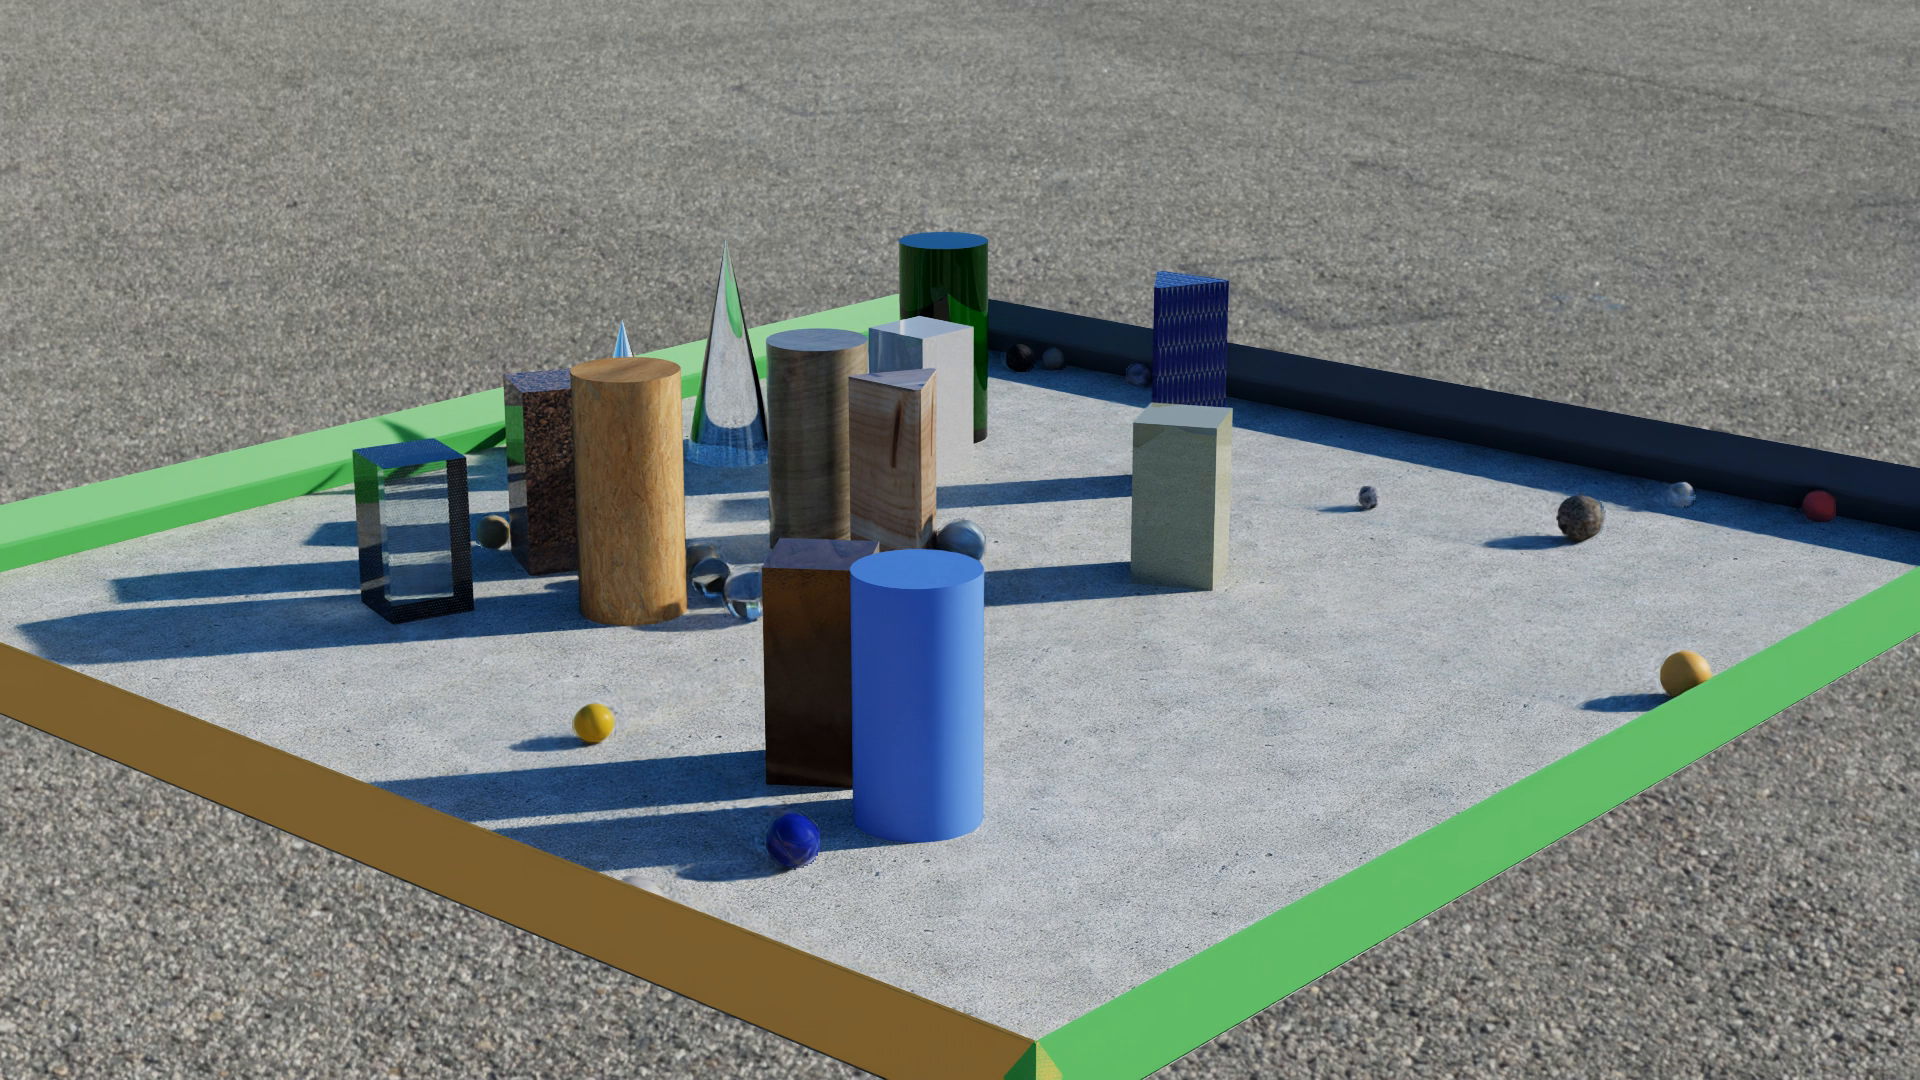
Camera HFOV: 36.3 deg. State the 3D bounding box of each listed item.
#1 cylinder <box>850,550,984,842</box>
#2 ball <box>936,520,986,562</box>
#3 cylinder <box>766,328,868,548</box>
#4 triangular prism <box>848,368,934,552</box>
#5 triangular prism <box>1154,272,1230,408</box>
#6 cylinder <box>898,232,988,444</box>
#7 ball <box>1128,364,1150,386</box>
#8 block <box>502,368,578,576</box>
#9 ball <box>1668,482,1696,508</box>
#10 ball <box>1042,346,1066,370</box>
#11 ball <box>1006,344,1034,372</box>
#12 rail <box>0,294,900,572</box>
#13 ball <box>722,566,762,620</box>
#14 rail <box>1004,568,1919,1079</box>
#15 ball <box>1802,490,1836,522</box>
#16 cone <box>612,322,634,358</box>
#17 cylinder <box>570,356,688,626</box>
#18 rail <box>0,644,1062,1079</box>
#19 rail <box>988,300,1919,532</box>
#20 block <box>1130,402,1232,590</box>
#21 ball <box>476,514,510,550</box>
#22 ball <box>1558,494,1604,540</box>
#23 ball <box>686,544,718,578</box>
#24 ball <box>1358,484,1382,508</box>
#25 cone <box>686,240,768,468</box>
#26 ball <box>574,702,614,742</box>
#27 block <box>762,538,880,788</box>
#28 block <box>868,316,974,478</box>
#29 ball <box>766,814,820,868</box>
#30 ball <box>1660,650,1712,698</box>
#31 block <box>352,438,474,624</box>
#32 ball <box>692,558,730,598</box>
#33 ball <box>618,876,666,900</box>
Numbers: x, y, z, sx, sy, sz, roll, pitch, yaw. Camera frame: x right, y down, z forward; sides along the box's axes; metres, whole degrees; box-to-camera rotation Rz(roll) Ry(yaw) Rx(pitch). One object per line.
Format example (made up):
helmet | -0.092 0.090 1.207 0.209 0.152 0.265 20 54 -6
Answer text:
cylinder | -0.059 0.215 4.084 0.185 0.368 0.185 0 17 0
ball | 0.000 0.010 5.244 0.089 0.089 0.089 0 17 0
cylinder | -0.258 -0.177 5.348 0.185 0.386 0.185 0 17 0
triangular prism | -0.089 -0.112 5.170 0.160 0.366 0.138 13 21 37
triangular prism | 0.419 -0.313 5.754 0.160 0.412 0.138 -8 18 -23
cylinder | -0.034 -0.418 6.096 0.185 0.415 0.185 0 17 0
ball | 0.401 -0.370 6.567 0.049 0.049 0.049 0 17 0
block | -0.723 -0.124 5.262 0.148 0.335 0.148 -6 18 -20
ball | 1.387 -0.087 5.634 0.050 0.050 0.050 0 17 0
ball | 0.216 -0.416 6.711 0.054 0.054 0.054 0 17 0
ball | 0.136 -0.414 6.687 0.065 0.065 0.065 0 17 0
rail | -1.014 -0.225 5.964 0.045 0.120 2.895 14 22 39
ball | -0.357 0.090 4.975 0.092 0.092 0.092 0 17 0
rail | 1.014 0.285 4.278 0.045 0.120 2.895 14 22 39
ball | 1.621 -0.064 5.536 0.061 0.061 0.061 0 17 0
cone | -0.665 -0.282 5.812 0.185 0.319 0.185 0 17 0
cylinder | -0.561 -0.084 4.979 0.185 0.423 0.185 0 17 0
rail | -0.934 0.342 4.092 2.734 0.120 0.045 14 22 39
rail | 0.934 -0.281 6.150 2.734 0.120 0.045 14 22 39
block | 0.391 -0.078 5.181 0.148 0.294 0.148 5 17 15
ball | -0.855 -0.015 5.371 0.063 0.063 0.063 0 17 0
ball | 1.147 -0.041 5.421 0.085 0.085 0.085 0 17 0
ball | -0.460 0.038 5.192 0.065 0.065 0.065 0 17 0
ball | 0.788 -0.083 5.628 0.046 0.046 0.046 0 17 0
cone | -0.468 -0.391 5.936 0.185 0.456 0.185 0 17 0
ball | -0.551 0.275 4.417 0.060 0.060 0.060 0 17 0
block | -0.200 0.178 4.272 0.148 0.330 0.148 2 17 6
block | -0.077 -0.285 5.872 0.148 0.289 0.148 15 22 40
ball | -0.226 0.406 3.964 0.073 0.073 0.073 0 17 0
ball | 1.137 0.212 4.593 0.079 0.079 0.079 0 17 0
block | -0.935 -0.017 5.015 0.148 0.273 0.148 -10 20 -30
ball | -0.431 0.067 5.090 0.070 0.070 0.070 0 17 0
ball | -0.415 0.469 3.742 0.080 0.080 0.080 0 17 0
